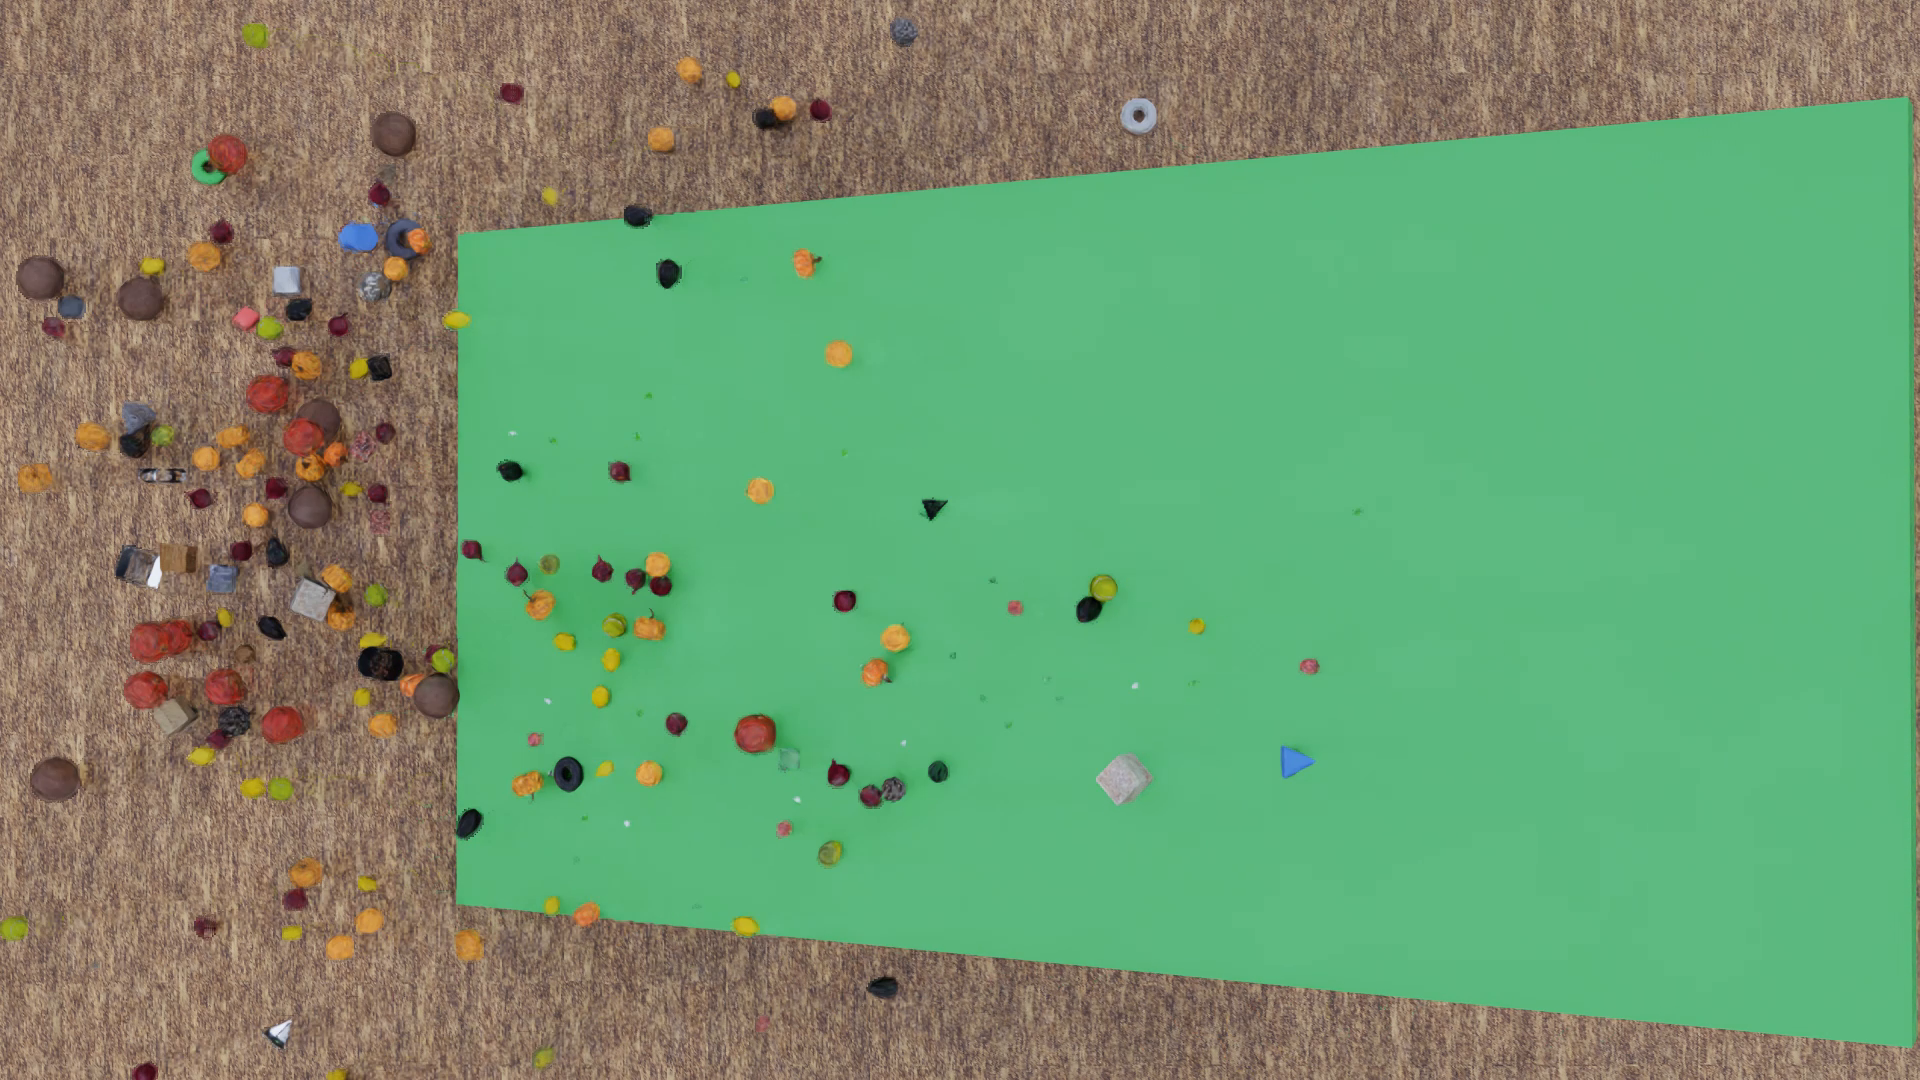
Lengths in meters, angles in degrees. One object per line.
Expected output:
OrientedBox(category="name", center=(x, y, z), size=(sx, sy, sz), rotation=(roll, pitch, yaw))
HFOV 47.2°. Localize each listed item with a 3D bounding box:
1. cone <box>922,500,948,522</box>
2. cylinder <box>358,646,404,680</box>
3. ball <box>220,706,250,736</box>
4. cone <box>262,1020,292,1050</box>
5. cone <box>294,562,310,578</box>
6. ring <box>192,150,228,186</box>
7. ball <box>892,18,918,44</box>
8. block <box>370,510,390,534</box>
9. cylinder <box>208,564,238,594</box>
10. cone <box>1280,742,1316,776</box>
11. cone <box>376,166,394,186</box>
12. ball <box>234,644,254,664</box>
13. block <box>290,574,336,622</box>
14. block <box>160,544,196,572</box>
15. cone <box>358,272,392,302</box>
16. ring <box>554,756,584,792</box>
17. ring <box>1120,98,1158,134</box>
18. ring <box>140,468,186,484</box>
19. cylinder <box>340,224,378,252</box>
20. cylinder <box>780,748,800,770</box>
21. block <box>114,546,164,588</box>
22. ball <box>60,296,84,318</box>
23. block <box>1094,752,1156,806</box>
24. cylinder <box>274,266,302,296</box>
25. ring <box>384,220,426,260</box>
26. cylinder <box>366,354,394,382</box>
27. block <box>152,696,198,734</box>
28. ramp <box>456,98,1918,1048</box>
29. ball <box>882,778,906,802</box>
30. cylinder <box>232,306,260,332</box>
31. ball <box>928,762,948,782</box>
OrientedBox(category="cone", center=(-0.060, -0.091, 5.751), size=(0.065, 0.065, 0.065), rotation=(-24, 89, -1))
OrientedBox(category="cylinder", center=(-1.733, 0.370, 6.580), size=(0.092, 0.092, 0.092), rotation=(-7, 75, 30))
OrientedBox(category="ball", center=(-2.176, 0.543, 6.602), size=(0.089, 0.089, 0.089), rotation=(0, 89, 0))
OrientedBox(category="cone", center=(-2.036, 1.472, 6.609), size=(0.085, 0.085, 0.085), rotation=(41, 73, 0))
OrientedBox(category="cone", center=(-1.997, 0.086, 6.637), size=(0.051, 0.051, 0.051), rotation=(9, 89, 36))
OrientedBox(category="ring", center=(-2.267, -1.126, 6.646), size=(0.109, 0.036, 0.109), rotation=(0, 91, 0))
OrientedBox(category="ball", center=(-0.167, -1.535, 6.628), size=(0.079, 0.079, 0.079), rotation=(0, 89, 0))
OrientedBox(category="block", center=(-1.743, -0.052, 6.610), size=(0.054, 0.054, 0.054), rotation=(0, 117, -16))
OrientedBox(category="cylinder", center=(-2.217, 0.116, 6.612), size=(0.079, 0.079, 0.079), rotation=(6, 89, 0))
OrientedBox(category="cone", center=(0.814, 0.530, 5.257), size=(0.083, 0.083, 0.083), rotation=(8, 89, 18))
OrientedBox(category="cone", center=(-1.729, -1.096, 6.651), size=(0.056, 0.056, 0.056), rotation=(-13, 116, 0))
OrientedBox(category="ball", center=(-2.154, 0.343, 6.621), size=(0.056, 0.056, 0.056), rotation=(0, 89, 0))
OrientedBox(category="block", center=(-1.939, 0.174, 6.588), size=(0.098, 0.098, 0.098), rotation=(25, 89, -20))
OrientedBox(category="block", center=(-2.351, 0.055, 6.612), size=(0.080, 0.080, 0.080), rotation=(4, 89, 0))
OrientedBox(category="cone", center=(-1.757, -0.736, 6.579), size=(0.099, 0.099, 0.099), rotation=(-3, 124, -4))
OrientedBox(category="ring", center=(-1.127, 0.675, 6.333), size=(0.101, 0.034, 0.101), rotation=(0, 90, 30))
OrientedBox(category="ring", center=(0.541, -1.281, 6.647), size=(0.110, 0.037, 0.110), rotation=(0, 90, 0))
OrientedBox(category="ring", center=(-2.387, -0.193, 6.588), size=(0.131, 0.131, 0.044), rotation=(0, 93, 0))
OrientedBox(category="cylinder", center=(-1.803, -0.908, 6.597), size=(0.077, 0.077, 0.077), rotation=(12, 89, 38))
OrientedBox(category="cylinder", center=(-0.459, 0.592, 5.949), size=(0.055, 0.055, 0.055), rotation=(-2, 86, 0))
OrientedBox(category="block", center=(-2.456, 0.080, 6.594), size=(0.092, 0.092, 0.092), rotation=(18, 85, 9))
OrientedBox(category="ball", center=(-2.676, -0.704, 6.626), size=(0.068, 0.068, 0.068), rotation=(0, 89, 0))
OrientedBox(category="block", center=(0.409, 0.593, 5.451), size=(0.088, 0.088, 0.088), rotation=(-48, 68, 20))
OrientedBox(category="cylinder", center=(-2.025, -0.779, 6.621), size=(0.077, 0.077, 0.077), rotation=(-3, 88, 0))
OrientedBox(category="ring", center=(-1.675, -0.908, 6.642), size=(0.124, 0.041, 0.124), rotation=(0, 87, -1))
OrientedBox(category="cylinder", center=(-1.745, -0.518, 6.613), size=(0.062, 0.062, 0.062), rotation=(-13, 108, 0))
OrientedBox(category="block", center=(-2.358, 0.527, 6.607), size=(0.080, 0.080, 0.080), rotation=(-37, 90, 0))
OrientedBox(category="ramp", center=(0.273, 0.076, 5.639), size=(4.000, 0.100, 2.000), rotation=(0, 89, 29))
OrientedBox(category="ball", center=(-0.175, 0.657, 5.787), size=(0.064, 0.064, 0.064), rotation=(0, 89, 0))
OrientedBox(category="cylinder", center=(-2.146, -0.664, 6.610), size=(0.055, 0.055, 0.055), rotation=(40, 72, 0))
OrientedBox(category="ball", center=(-0.057, 0.604, 5.728), size=(0.055, 0.055, 0.055), rotation=(0, 89, 0))
